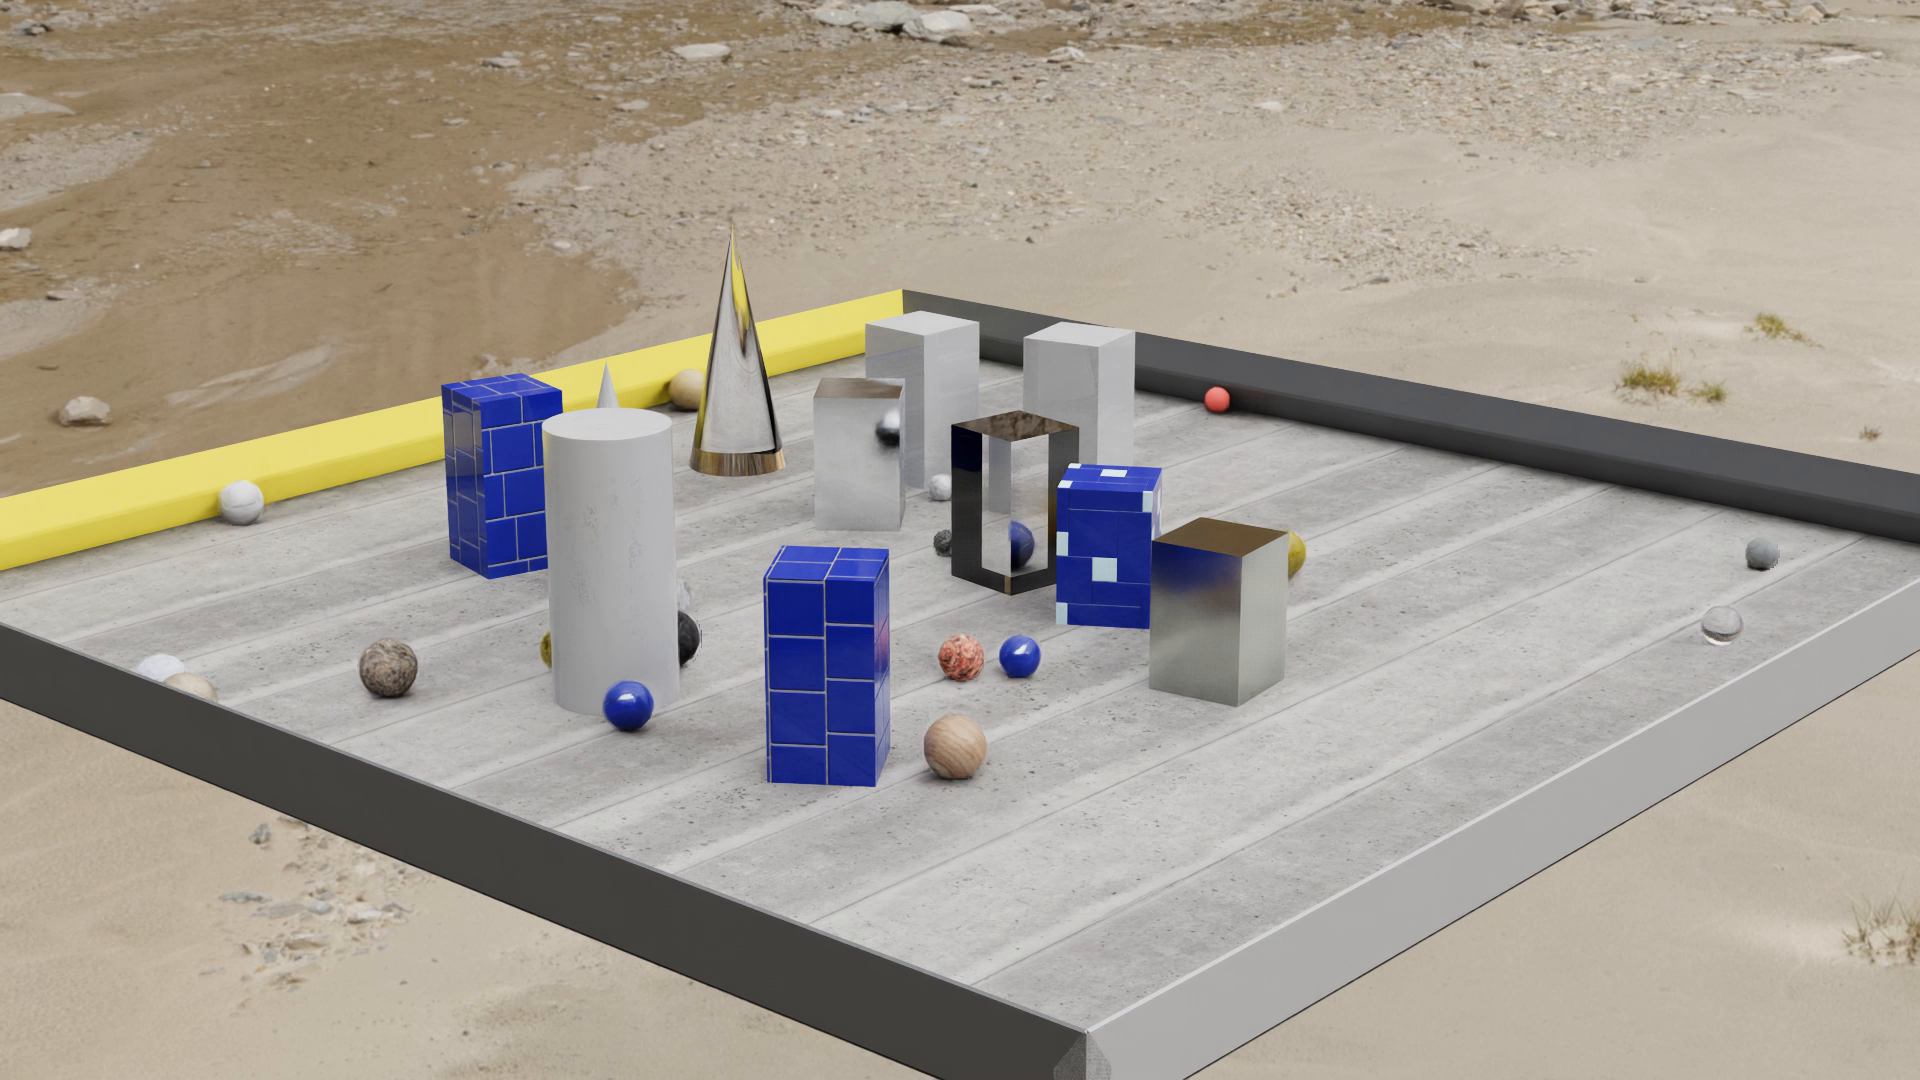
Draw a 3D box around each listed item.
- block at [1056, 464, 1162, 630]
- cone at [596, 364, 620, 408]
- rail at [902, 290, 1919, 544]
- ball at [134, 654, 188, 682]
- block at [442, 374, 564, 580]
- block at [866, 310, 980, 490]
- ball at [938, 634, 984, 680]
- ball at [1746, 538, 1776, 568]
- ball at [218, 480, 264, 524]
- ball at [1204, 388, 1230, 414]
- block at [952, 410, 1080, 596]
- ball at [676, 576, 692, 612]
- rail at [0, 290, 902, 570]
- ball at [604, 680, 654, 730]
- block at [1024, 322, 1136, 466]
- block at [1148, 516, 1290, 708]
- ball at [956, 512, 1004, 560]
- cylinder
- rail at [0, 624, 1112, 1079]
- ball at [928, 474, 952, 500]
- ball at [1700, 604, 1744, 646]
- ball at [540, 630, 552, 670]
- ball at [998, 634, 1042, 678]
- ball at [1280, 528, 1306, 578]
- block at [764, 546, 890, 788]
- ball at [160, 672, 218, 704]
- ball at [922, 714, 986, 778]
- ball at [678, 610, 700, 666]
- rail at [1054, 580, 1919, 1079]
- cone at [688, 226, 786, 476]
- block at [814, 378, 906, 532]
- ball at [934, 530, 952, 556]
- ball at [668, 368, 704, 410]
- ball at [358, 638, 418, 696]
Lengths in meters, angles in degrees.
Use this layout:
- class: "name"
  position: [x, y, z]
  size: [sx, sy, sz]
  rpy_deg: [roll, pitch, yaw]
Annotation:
- class: "block"
  position: [0.255, 0.009, 5.009]
  size: [0.160, 0.240, 0.160]
  rpy_deg: [3, 17, 9]
- class: "cone"
  position: [-0.607, -0.108, 5.087]
  size: [0.200, 0.420, 0.200]
  rpy_deg: [0, 17, 0]
- class: "rail"
  position: [0.901, -0.267, 6.114]
  size: [2.796, 0.130, 0.045]
  rpy_deg: [14, 22, 39]
- class: "ball"
  position: [-1.243, 0.222, 4.567]
  size: [0.088, 0.088, 0.088]
  rpy_deg: [0, 17, 0]
- class: "block"
  position: [-0.819, -0.117, 5.281]
  size: [0.160, 0.325, 0.160]
  rpy_deg: [-11, 20, -33]
- class: "block"
  position: [-0.075, -0.280, 5.843]
  size: [0.160, 0.313, 0.160]
  rpy_deg: [15, 22, 40]
- class: "ball"
  position: [0.002, 0.188, 4.706]
  size: [0.073, 0.073, 0.073]
  rpy_deg: [0, 17, 0]
- class: "ball"
  position: [1.443, 0.024, 5.281]
  size: [0.055, 0.055, 0.055]
  rpy_deg: [0, 17, 0]
- class: "ball"
  position: [-1.359, -0.071, 5.547]
  size: [0.084, 0.084, 0.084]
  rpy_deg: [0, 17, 0]
- class: "ball"
  position: [0.559, -0.304, 6.367]
  size: [0.056, 0.056, 0.056]
  rpy_deg: [0, 17, 0]
- class: "block"
  position: [0.097, -0.068, 5.198]
  size: [0.160, 0.278, 0.160]
  rpy_deg: [-14, 22, -39]
- class: "ball"
  position: [-0.492, 0.095, 5.026]
  size: [0.066, 0.066, 0.066]
  rpy_deg: [0, 17, 0]
- class: "rail"
  position: [-1.038, -0.227, 5.982]
  size: [0.045, 0.130, 2.797]
  rpy_deg: [14, 22, 39]
- class: "ball"
  position: [-0.507, 0.253, 4.485]
  size: [0.076, 0.076, 0.076]
  rpy_deg: [0, 17, 0]
- class: "block"
  position: [0.230, -0.238, 5.676]
  size: [0.160, 0.329, 0.160]
  rpy_deg: [9, 19, 27]
- class: "block"
  position: [0.411, 0.112, 4.657]
  size: [0.160, 0.246, 0.160]
  rpy_deg: [11, 20, 32]
- class: "ball"
  position: [0.037, -0.008, 5.333]
  size: [0.087, 0.087, 0.087]
  rpy_deg: [0, 17, 0]
- class: "cylinder"
  position: [-0.544, 0.033, 4.580]
  size: [0.200, 0.443, 0.200]
  rpy_deg: [0, 17, 0]
- class: "rail"
  position: [-0.901, 0.332, 4.126]
  size: [2.796, 0.130, 0.045]
  rpy_deg: [14, 22, 39]
- class: "ball"
  position: [-0.037, -0.103, 5.710]
  size: [0.051, 0.051, 0.051]
  rpy_deg: [0, 17, 0]
- class: "ball"
  position: [1.265, 0.142, 4.868]
  size: [0.068, 0.068, 0.068]
  rpy_deg: [0, 17, 0]
- class: "ball"
  position: [-0.636, 0.175, 4.733]
  size: [0.081, 0.081, 0.081]
  rpy_deg: [0, 17, 0]
- class: "ball"
  position: [0.097, 0.186, 4.718]
  size: [0.069, 0.069, 0.069]
  rpy_deg: [0, 17, 0]
- class: "ball"
  position: [0.571, 0.025, 5.220]
  size: [0.089, 0.089, 0.089]
  rpy_deg: [0, 17, 0]
- class: "block"
  position: [-0.193, 0.184, 4.302]
  size: [0.160, 0.314, 0.160]
  rpy_deg: [2, 17, 6]
- class: "ball"
  position: [-1.176, 0.251, 4.449]
  size: [0.100, 0.100, 0.100]
  rpy_deg: [0, 17, 0]
- class: "ball"
  position: [-0.008, 0.302, 4.290]
  size: [0.094, 0.094, 0.094]
  rpy_deg: [0, 17, 0]
- class: "ball"
  position: [-0.470, 0.160, 4.762]
  size: [0.094, 0.094, 0.094]
  rpy_deg: [0, 17, 0]
- class: "rail"
  position: [1.038, 0.292, 4.257]
  size: [0.045, 0.130, 2.797]
  rpy_deg: [14, 22, 39]
- class: "cone"
  position: [-0.452, -0.392, 5.902]
  size: [0.200, 0.493, 0.200]
  rpy_deg: [0, 17, 0]
- class: "block"
  position: [-0.189, -0.163, 5.551]
  size: [0.160, 0.257, 0.160]
  rpy_deg: [1, 17, 3]
- class: "ball"
  position: [-0.026, 0.005, 5.360]
  size: [0.046, 0.046, 0.046]
  rpy_deg: [0, 17, 0]
- class: "ball"
  position: [-0.590, -0.328, 6.388]
  size: [0.090, 0.090, 0.090]
  rpy_deg: [0, 17, 0]
- class: "ball"
  position: [-0.903, 0.201, 4.630]
  size: [0.092, 0.092, 0.092]
  rpy_deg: [0, 17, 0]
